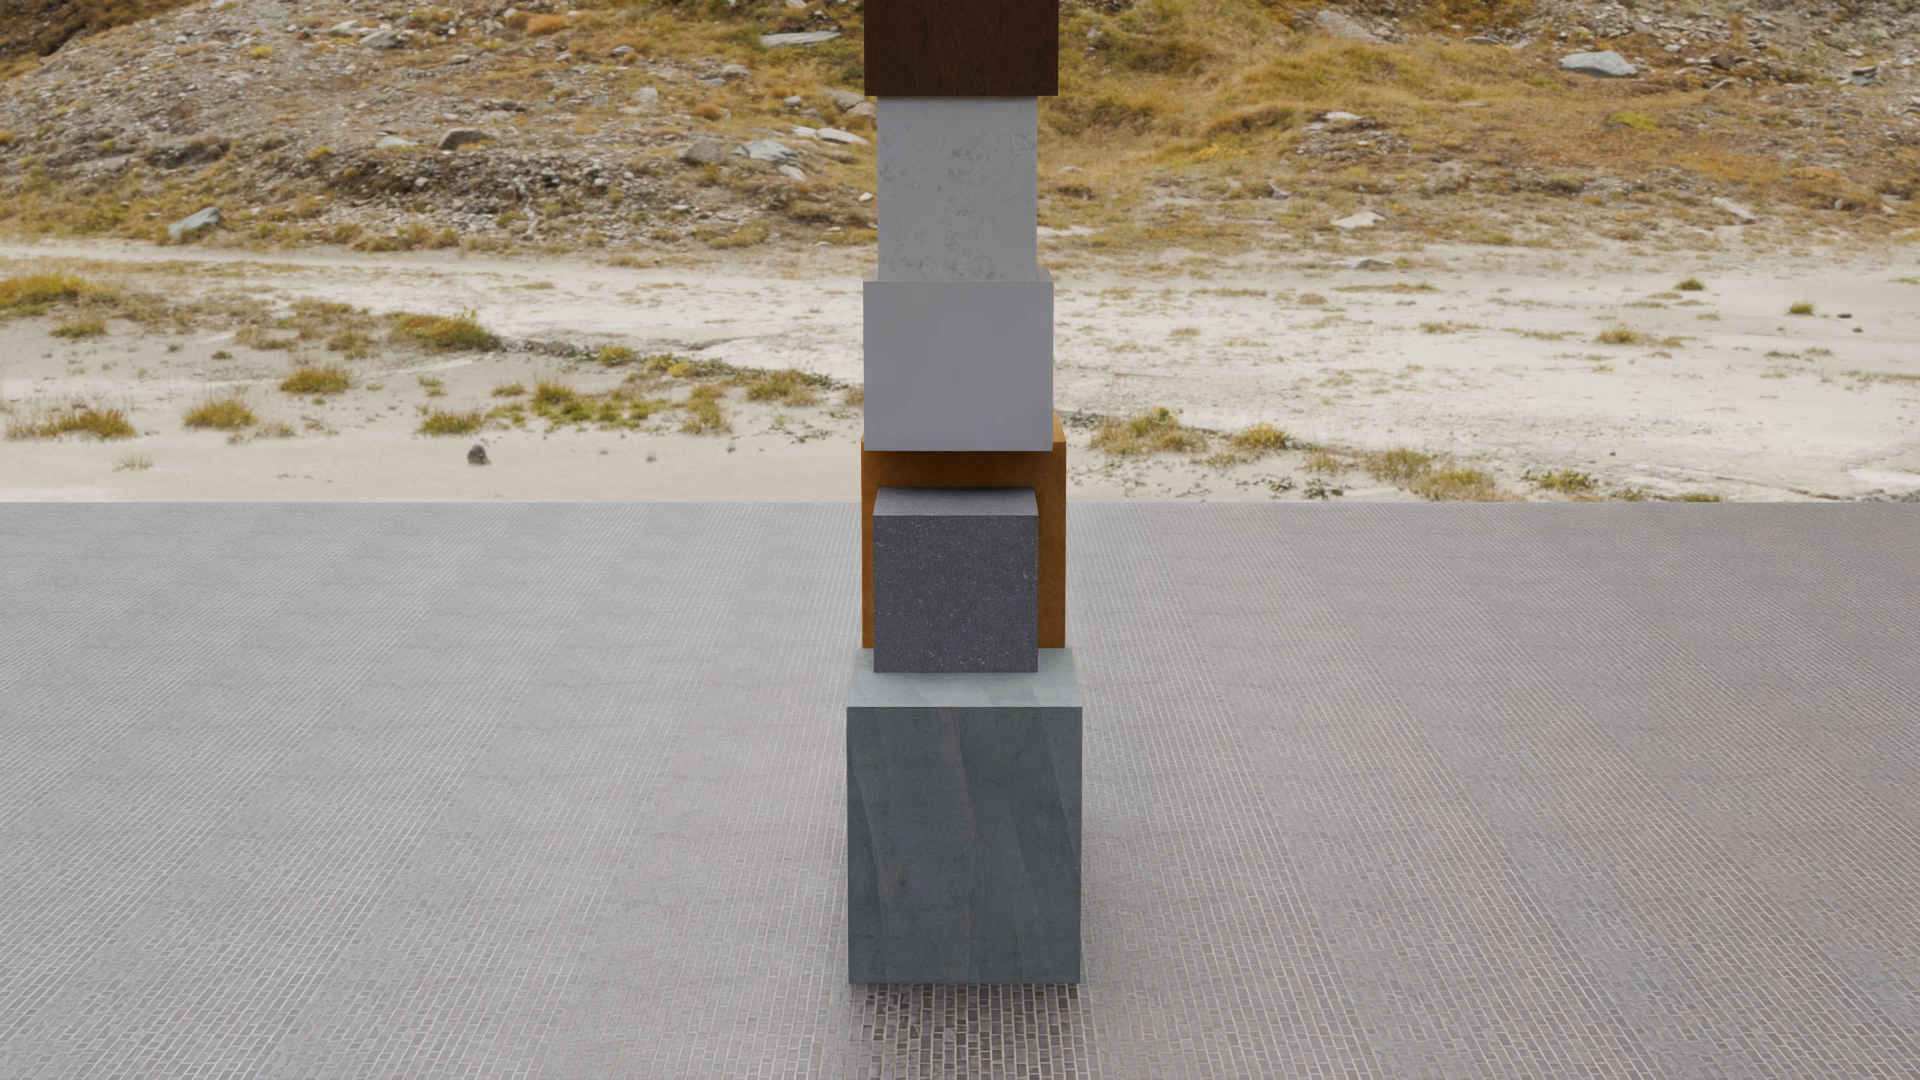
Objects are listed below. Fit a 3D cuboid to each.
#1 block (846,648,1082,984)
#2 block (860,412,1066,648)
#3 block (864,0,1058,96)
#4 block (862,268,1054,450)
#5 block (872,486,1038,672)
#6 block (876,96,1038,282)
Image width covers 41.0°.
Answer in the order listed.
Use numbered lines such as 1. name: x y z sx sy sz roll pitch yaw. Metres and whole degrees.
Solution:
1. block: 0.017 1.095 10.430 0.906 1.113 1.015 0 10 0
2. block: 0.016 -0.041 11.549 0.879 0.950 1.003 0 10 0
3. block: 0.005 -2.261 10.769 0.789 0.777 0.816 0 10 0
4. block: -0.007 -0.789 11.037 0.788 0.706 0.784 0 10 0
5. block: -0.017 0.154 10.694 0.664 0.646 0.731 0 10 0
6. block: -0.011 -1.508 10.906 0.655 0.755 0.774 0 10 0
